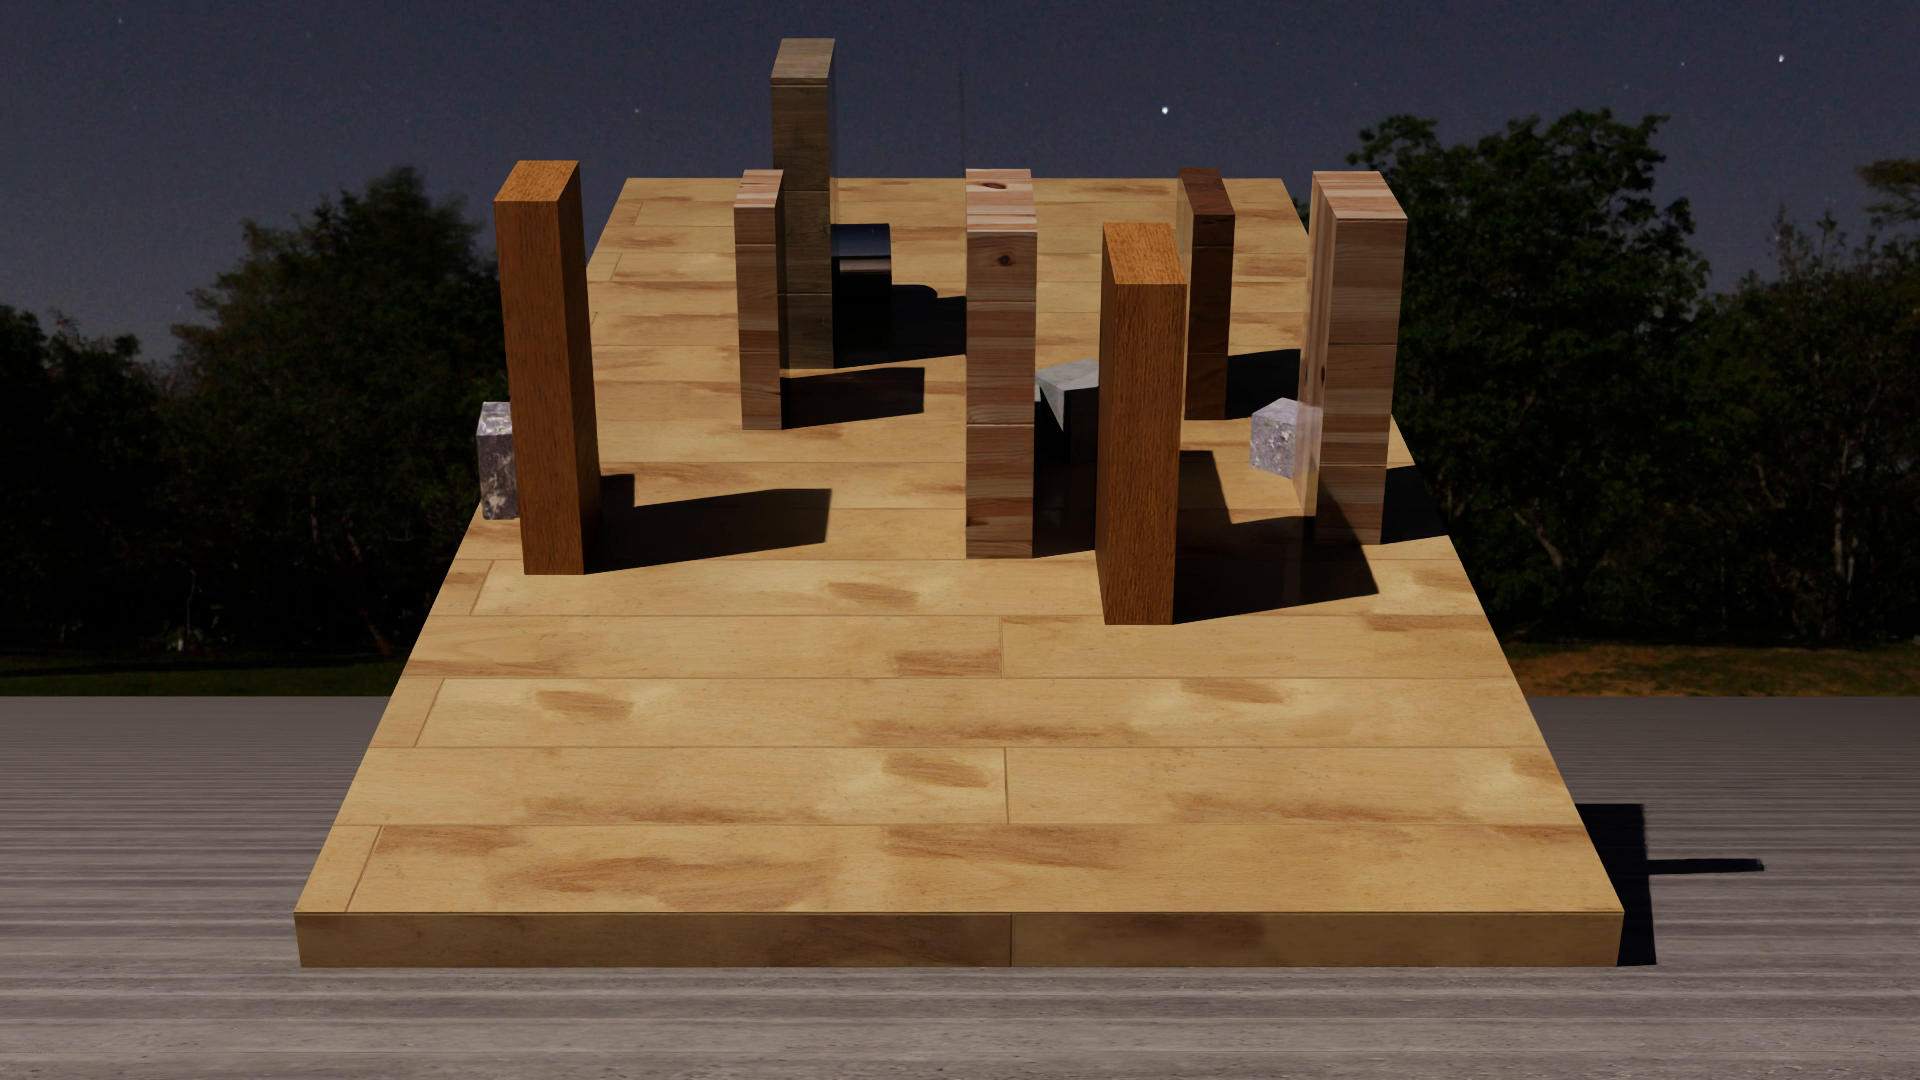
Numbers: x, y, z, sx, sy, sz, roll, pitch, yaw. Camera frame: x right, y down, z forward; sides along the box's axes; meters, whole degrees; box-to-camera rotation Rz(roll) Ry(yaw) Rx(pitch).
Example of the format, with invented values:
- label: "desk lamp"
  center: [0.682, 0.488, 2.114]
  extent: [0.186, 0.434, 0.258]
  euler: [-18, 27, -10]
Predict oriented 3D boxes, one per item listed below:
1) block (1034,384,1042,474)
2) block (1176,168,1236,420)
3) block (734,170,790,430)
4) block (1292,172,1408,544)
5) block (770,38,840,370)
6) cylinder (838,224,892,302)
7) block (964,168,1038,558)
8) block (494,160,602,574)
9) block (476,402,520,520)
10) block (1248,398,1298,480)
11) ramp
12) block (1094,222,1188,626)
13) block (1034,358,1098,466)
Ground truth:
- label: "block"
  center: [0.099, -0.241, 5.075]
  extent: [0.149, 0.149, 0.149]
  euler: [0, 25, 0]
- label: "block"
  center: [0.557, -0.572, 5.398]
  extent: [0.092, 0.486, 0.381]
  euler: [0, 25, 0]
- label: "block"
  center: [-0.447, -0.547, 5.297]
  extent: [0.089, 0.518, 0.301]
  euler: [0, 25, 0]
- label: "block"
  center: [0.780, -0.368, 4.716]
  extent: [0.134, 0.682, 0.326]
  euler: [0, 25, 0]
- label: "block"
  center: [-0.369, -0.818, 5.662]
  extent: [0.130, 0.708, 0.408]
  euler: [0, 25, 0]
- label: "cylinder"
  center: [-0.283, -0.718, 6.051]
  extent: [0.202, 0.202, 0.202]
  euler: [-2, -4, -4]
- label: "block"
  center: [0.078, -0.359, 4.702]
  extent: [0.131, 0.675, 0.430]
  euler: [0, 25, 0]
- label: "block"
  center: [-0.795, -0.332, 4.542]
  extent: [0.117, 0.755, 0.276]
  euler: [0, 25, 0]
- label: "block"
  center: [-0.898, -0.169, 4.867]
  extent: [0.188, 0.188, 0.188]
  euler: [-3, 25, -6]
- label: "block"
  center: [0.716, -0.219, 5.060]
  extent: [0.125, 0.125, 0.125]
  euler: [18, 30, 34]
- label: "ramp"
  center: [-0.009, -0.229, 5.348]
  extent: [2.000, 0.100, 4.000]
  euler: [0, 25, 0]
- label: "block"
  center: [0.335, -0.222, 4.410]
  extent: [0.126, 0.670, 0.369]
  euler: [0, 25, 0]
- label: "block"
  center: [0.266, -0.284, 5.150]
  extent: [0.166, 0.166, 0.166]
  euler: [-14, 28, -29]
